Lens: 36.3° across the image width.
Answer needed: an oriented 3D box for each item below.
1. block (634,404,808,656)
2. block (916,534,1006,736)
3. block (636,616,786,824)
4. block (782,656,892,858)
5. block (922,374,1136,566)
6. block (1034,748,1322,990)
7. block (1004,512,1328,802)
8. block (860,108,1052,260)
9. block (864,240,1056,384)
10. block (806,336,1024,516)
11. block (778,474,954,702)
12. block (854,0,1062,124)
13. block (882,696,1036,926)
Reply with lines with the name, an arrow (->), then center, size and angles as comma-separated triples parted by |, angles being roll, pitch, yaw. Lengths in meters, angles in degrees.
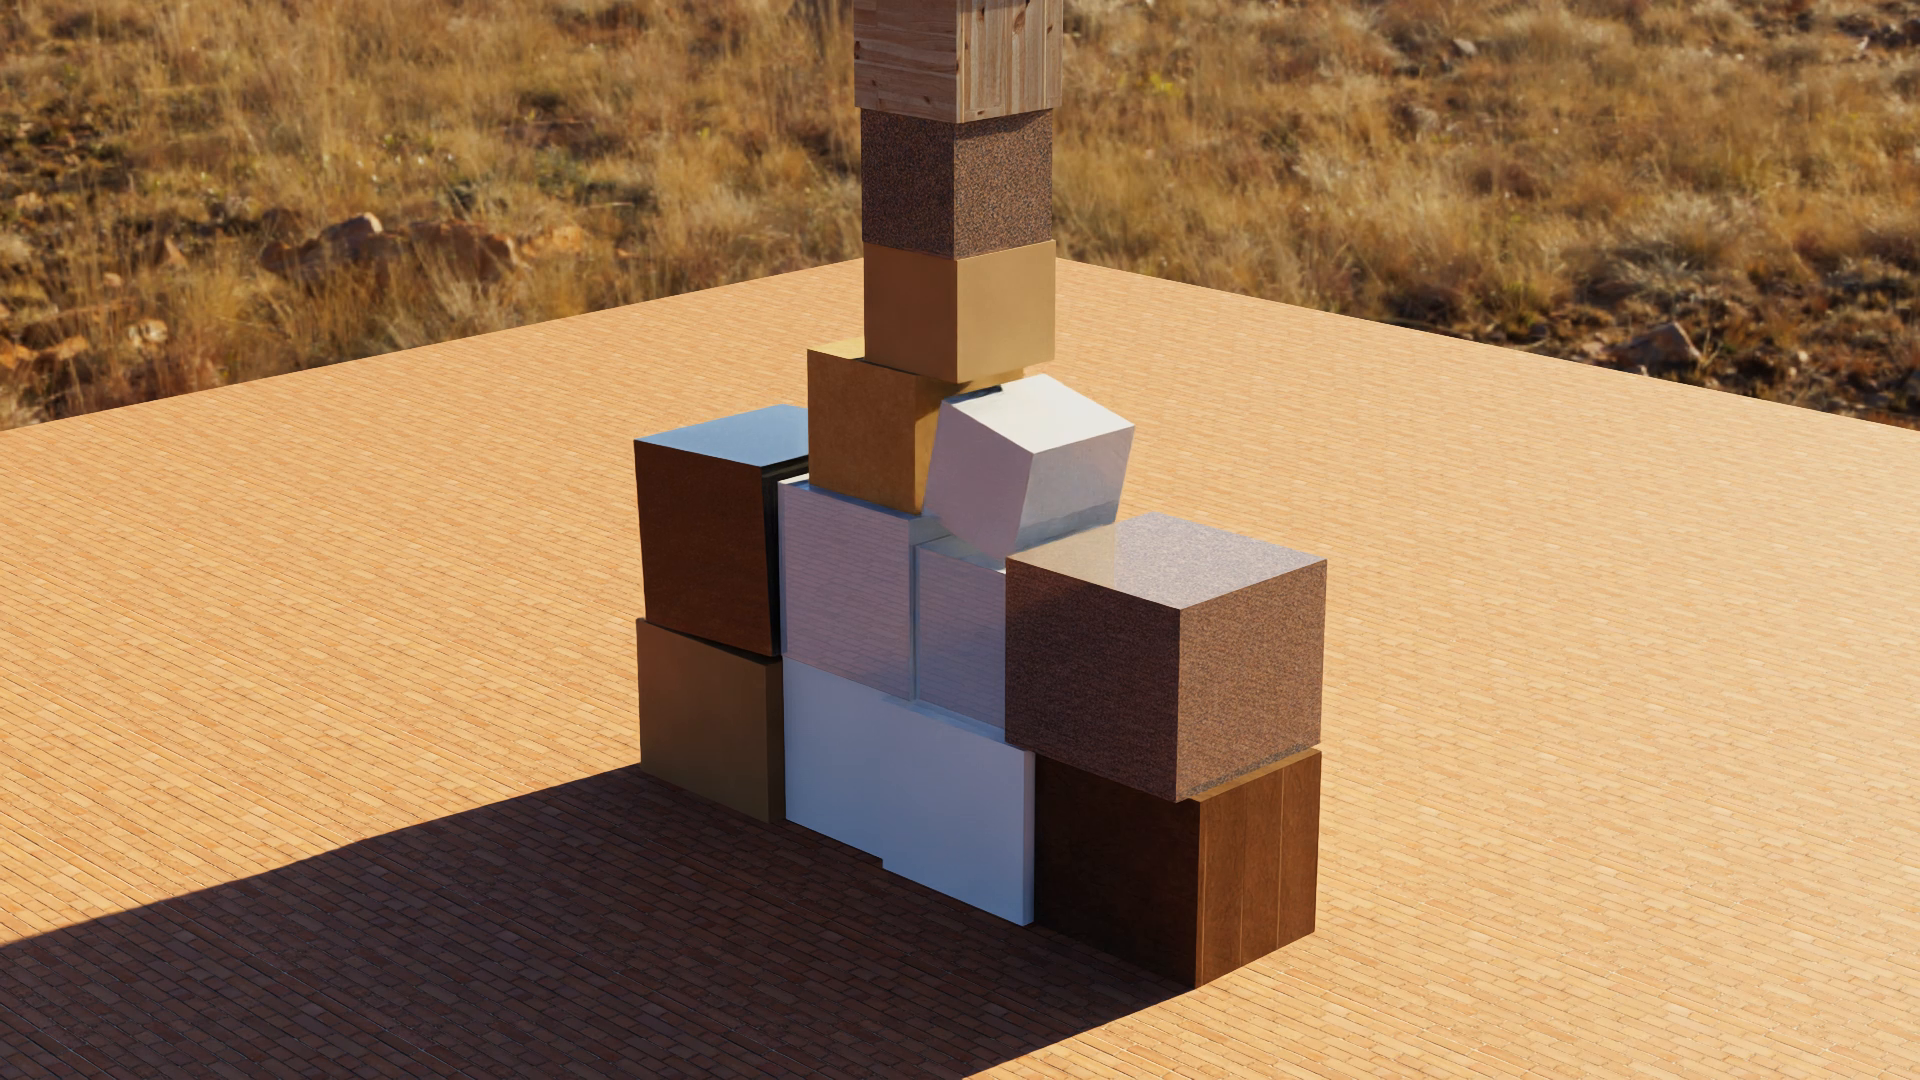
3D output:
block -> -0.890, -0.070, 14.276 | 0.958, 0.919, 0.935 | -17, 21, -42
block -> 0.287, 0.374, 13.140 | 0.740, 0.752, 0.626 | -17, 24, -42
block -> -0.924, 0.774, 14.545 | 0.937, 0.801, 0.963 | -17, 24, -42
block -> -0.316, 0.933, 13.954 | 0.732, 0.852, 0.741 | -17, 24, -42
block -> 0.299, -0.312, 12.940 | 0.648, 0.561, 0.572 | -17, 37, -42
block -> 0.943, 1.300, 12.789 | 0.805, 0.850, 0.936 | -17, 24, -42
block -> 0.878, 0.477, 12.588 | 0.952, 0.842, 0.981 | -17, 24, -42
block -> -0.014, -1.599, 12.824 | 0.606, 0.593, 0.574 | -17, 24, -42
block -> -0.002, -1.062, 13.007 | 0.614, 0.542, 0.587 | -17, 24, -42
block -> -0.202, -0.561, 13.385 | 0.688, 0.640, 0.704 | -17, 24, -42
block -> -0.239, 0.140, 13.641 | 0.835, 0.850, 0.870 | -17, 24, -42
block -> -0.007, -2.151, 12.658 | 0.647, 0.561, 0.627 | -17, 24, -42
block -> 0.269, 1.121, 13.399 | 0.874, 0.827, 0.895 | -17, 24, -42
